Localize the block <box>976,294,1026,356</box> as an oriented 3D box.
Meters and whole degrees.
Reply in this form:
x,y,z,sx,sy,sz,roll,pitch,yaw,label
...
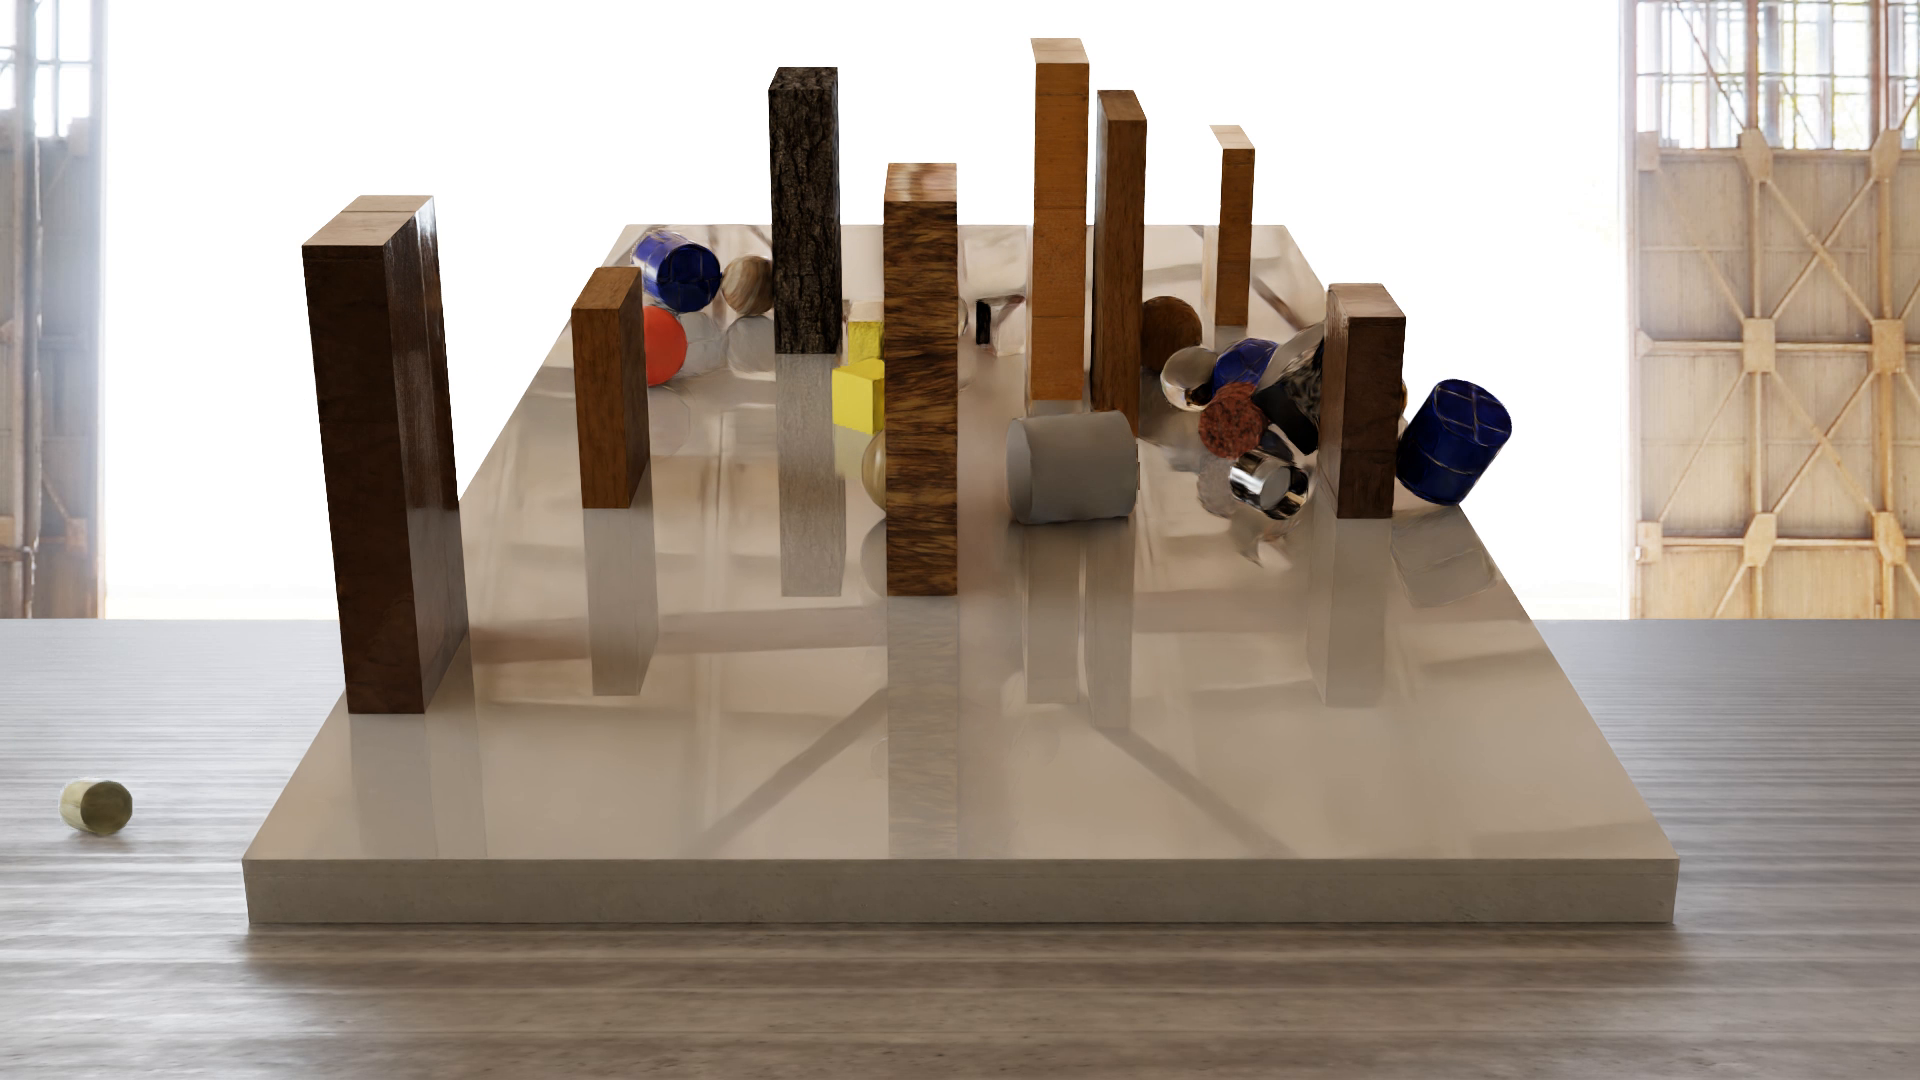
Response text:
x,y,z,sx,sy,sz,roll,pitch,yaw,label
0.118,-0.528,5.590,0.117,0.117,0.117,-10,23,-25,block

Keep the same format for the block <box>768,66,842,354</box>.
x,y,z,sx,sy,sz,roll,pitch,yaw,label
-0.378,-0.817,5.611,0.150,0.641,0.352,0,21,0,block

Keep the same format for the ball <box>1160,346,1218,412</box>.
x,y,z,sx,sy,sz,roll,pitch,yaw,label
0.524,-0.360,5.098,0.148,0.148,0.148,0,-2,0,ball

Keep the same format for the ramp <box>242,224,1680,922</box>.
x,y,z,sx,sy,sz,roll,pitch,yaw,label
-0.005,-0.211,5.051,2.000,0.100,4.000,0,21,0,ramp

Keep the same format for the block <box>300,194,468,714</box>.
x,y,z,sx,sy,sz,roll,pitch,yaw,label
-0.909,-0.141,3.639,0.120,0.756,0.357,0,21,0,block

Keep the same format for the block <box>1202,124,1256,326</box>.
x,y,z,sx,sy,sz,roll,pitch,yaw,label
0.693,-0.820,5.891,0.084,0.453,0.336,0,21,0,block

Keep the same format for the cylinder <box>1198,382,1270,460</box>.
x,y,z,sx,sy,sz,roll,pitch,yaw,label
0.586,-0.255,4.838,0.134,0.134,0.134,-1,19,18,cylinder

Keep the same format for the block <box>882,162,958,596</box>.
x,y,z,sx,sy,sz,roll,pitch,yaw,label
-0.068,-0.294,4.109,0.126,0.715,0.337,0,21,0,block

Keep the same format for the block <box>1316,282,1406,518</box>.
x,y,z,sx,sy,sz,roll,pitch,yaw,label
0.793,-0.280,4.513,0.109,0.408,0.268,0,21,0,block

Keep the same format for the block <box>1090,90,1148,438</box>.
x,y,z,sx,sy,sz,roll,pitch,yaw,label
0.345,-0.611,4.995,0.082,0.690,0.388,0,21,0,block

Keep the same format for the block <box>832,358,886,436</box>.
x,y,z,sx,sy,sz,roll,pitch,yaw,label
-0.192,-0.316,5.008,0.125,0.125,0.125,18,27,40,block

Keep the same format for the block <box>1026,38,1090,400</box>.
x,y,z,sx,sy,sz,roll,pitch,yaw,label
0.222,-0.747,5.253,0.120,0.762,0.391,0,21,0,block

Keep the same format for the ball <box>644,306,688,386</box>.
x,y,z,sx,sy,sz,roll,pitch,yaw,label
-0.726,-0.451,5.277,0.187,0.187,0.187,0,-2,0,ball

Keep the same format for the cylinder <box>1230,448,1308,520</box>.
x,y,z,sx,sy,sz,roll,pitch,yaw,label
0.609,-0.110,4.481,0.112,0.112,0.112,1,18,-27,cylinder

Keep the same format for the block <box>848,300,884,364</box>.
x,y,z,sx,sy,sz,roll,pitch,yaw,label
-0.160,-0.440,5.259,0.183,0.183,0.183,0,21,1,block

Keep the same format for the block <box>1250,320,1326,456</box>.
x,y,z,sx,sy,sz,roll,pitch,yaw,label
0.757,-0.326,4.773,0.178,0.178,0.178,-31,20,46,block

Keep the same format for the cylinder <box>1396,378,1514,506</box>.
x,y,z,sx,sy,sz,roll,pitch,yaw,label
0.974,-0.194,4.515,0.179,0.179,0.179,1,-40,-24,cylinder

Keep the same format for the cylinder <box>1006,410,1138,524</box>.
x,y,z,sx,sy,sz,roll,pitch,yaw,label
0.215,-0.141,4.422,0.207,0.207,0.207,-5,-1,-12,cylinder

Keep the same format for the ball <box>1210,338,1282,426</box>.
x,y,z,sx,sy,sz,roll,pitch,yaw,label
0.648,-0.344,4.976,0.198,0.198,0.198,0,-2,0,ball

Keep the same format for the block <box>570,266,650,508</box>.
x,y,z,sx,sy,sz,roll,pitch,yaw,label
-0.703,-0.313,4.596,0.093,0.407,0.340,0,21,0,block

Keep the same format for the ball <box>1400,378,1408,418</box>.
x,y,z,sx,sy,sz,roll,pitch,yaw,label
0.913,-0.314,4.989,0.139,0.139,0.139,0,-2,0,ball

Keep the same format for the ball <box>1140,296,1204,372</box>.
x,y,z,sx,sy,sz,roll,pitch,yaw,label
0.485,-0.487,5.387,0.182,0.182,0.182,0,-2,0,ball

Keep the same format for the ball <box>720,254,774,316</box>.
x,y,z,sx,sy,sz,roll,pitch,yaw,label
-0.538,-0.660,5.875,0.160,0.160,0.160,0,-2,0,ball

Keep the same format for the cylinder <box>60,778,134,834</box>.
x,y,z,sx,sy,sz,roll,pitch,yaw,label
-1.709,0.526,4.502,0.105,0.105,0.105,2,-2,-42,cylinder

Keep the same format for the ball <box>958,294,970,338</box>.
x,y,z,sx,sy,sz,roll,pitch,yaw,label
-0.048,-0.552,5.616,0.142,0.142,0.142,0,-2,0,ball

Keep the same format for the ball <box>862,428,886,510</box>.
x,y,z,sx,sy,sz,roll,pitch,yaw,label
-0.101,-0.137,4.446,0.185,0.185,0.185,0,-2,0,ball

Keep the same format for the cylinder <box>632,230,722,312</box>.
x,y,z,sx,sy,sz,roll,pitch,yaw,label
-0.744,-0.705,5.966,0.180,0.180,0.180,1,17,-31,cylinder
